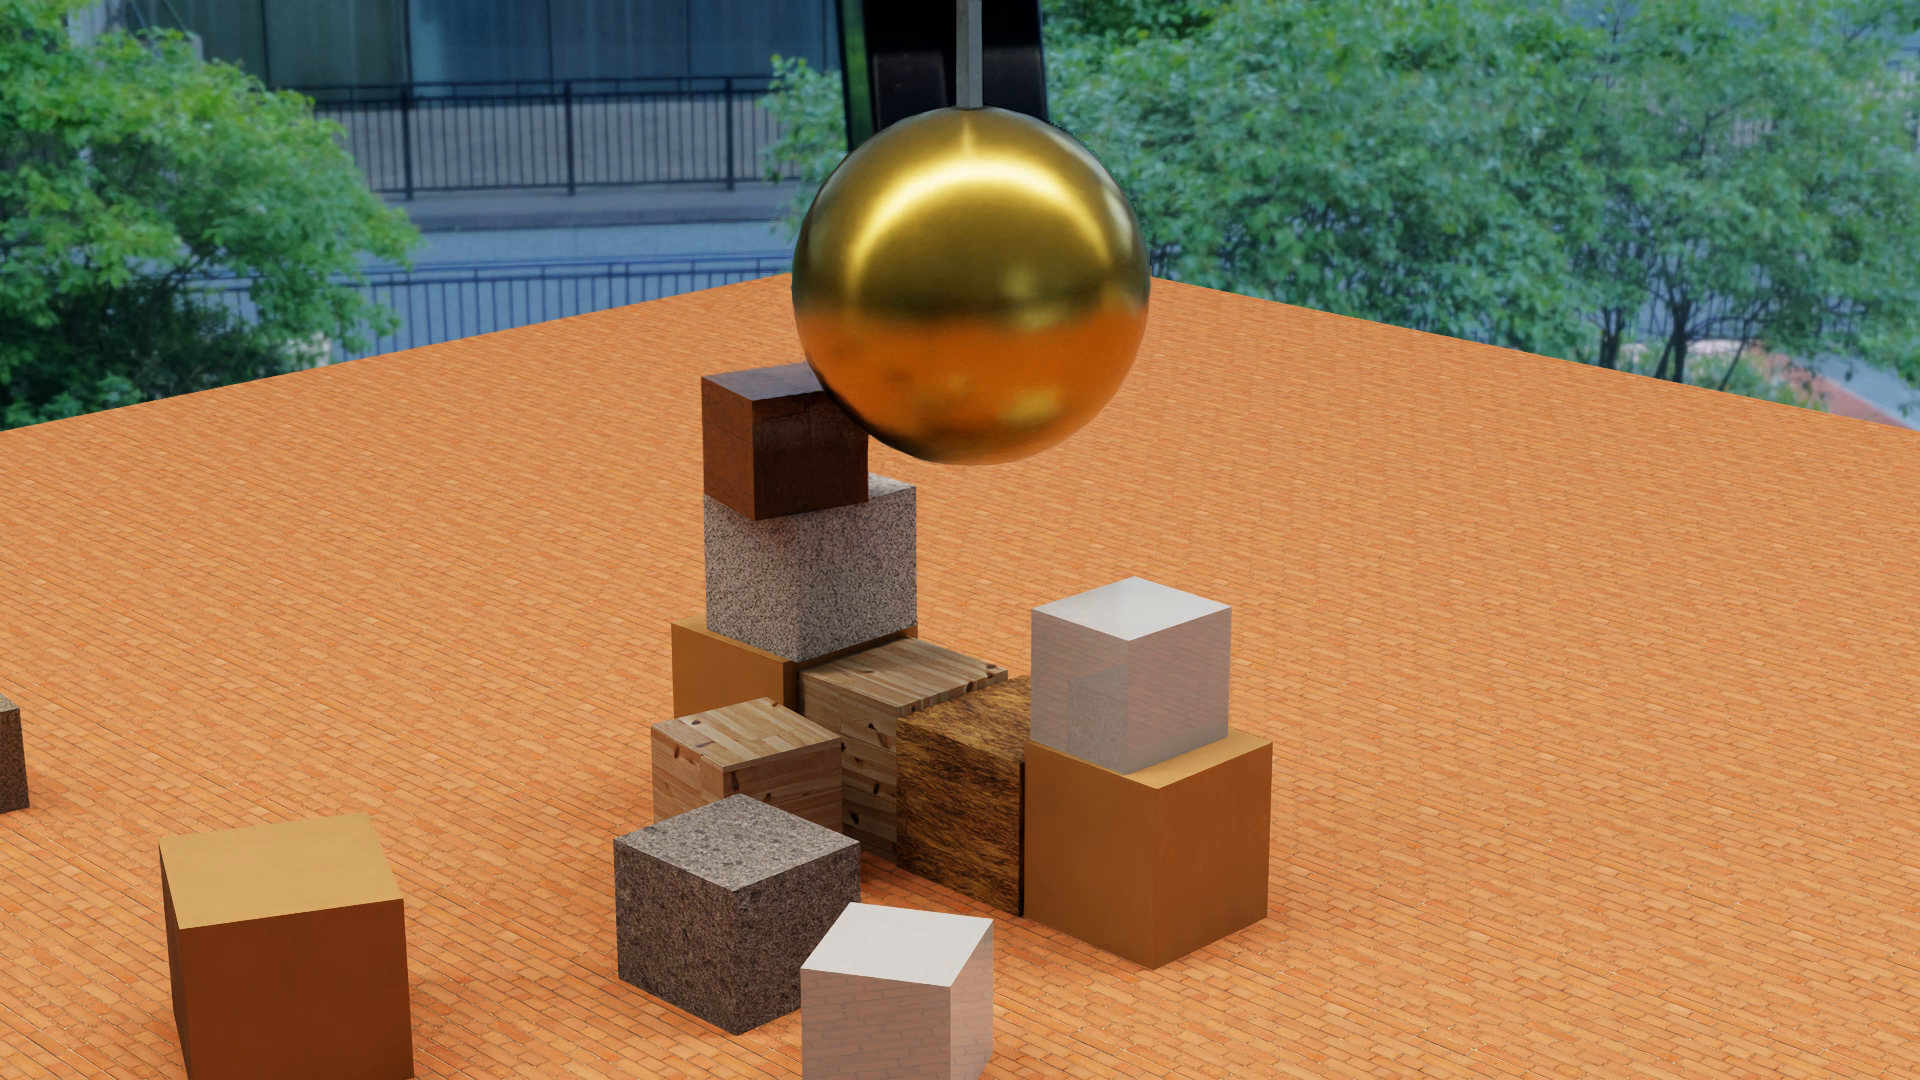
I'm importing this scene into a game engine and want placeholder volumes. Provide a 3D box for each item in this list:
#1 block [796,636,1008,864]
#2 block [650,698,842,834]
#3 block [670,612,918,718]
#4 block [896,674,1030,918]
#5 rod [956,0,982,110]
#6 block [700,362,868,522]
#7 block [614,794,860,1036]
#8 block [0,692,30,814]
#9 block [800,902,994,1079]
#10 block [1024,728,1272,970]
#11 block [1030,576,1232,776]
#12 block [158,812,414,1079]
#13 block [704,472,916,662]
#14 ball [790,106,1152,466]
[{"bbox_3d":[-0.271,0.984,13.918,0.719,0.778,0.685,-17,24,-42],"label":"block"},{"bbox_3d":[-0.974,1.193,13.403,0.622,0.687,0.637,-12,21,-34],"label":"block"},{"bbox_3d":[-0.807,0.795,14.421,0.882,0.837,0.816,-17,24,-42],"label":"block"},{"bbox_3d":[0.279,1.156,13.446,0.833,0.732,0.779,-17,24,-42],"label":"block"},{"bbox_3d":[0.021,-4.361,11.993,0.080,5.200,0.080,17,25,42],"label":"rod"},{"bbox_3d":[-0.822,-0.473,13.754,0.598,0.571,0.526,-10,20,-29],"label":"block"},{"bbox_3d":[-0.932,1.557,12.319,0.757,0.642,0.702,16,24,42],"label":"block"},{"bbox_3d":[-4.871,1.041,14.175,0.541,0.514,0.481,-12,21,-34],"label":"block"},{"bbox_3d":[-0.238,1.848,11.482,0.594,0.590,0.625,5,18,15],"label":"block"},{"bbox_3d":[0.823,1.277,12.892,0.766,0.833,0.761,17,24,42],"label":"block"},{"bbox_3d":[0.740,0.579,12.718,0.647,0.603,0.575,-16,23,-41],"label":"block"},{"bbox_3d":[-2.705,1.669,11.742,0.843,0.775,0.918,-6,18,-19],"label":"block"},{"bbox_3d":[-0.717,0.086,14.104,0.769,0.705,0.665,-16,24,-42],"label":"block"},{"bbox_3d":[0.048,-1.125,13.038,1.600,1.600,1.600,0,17,0],"label":"ball"}]
